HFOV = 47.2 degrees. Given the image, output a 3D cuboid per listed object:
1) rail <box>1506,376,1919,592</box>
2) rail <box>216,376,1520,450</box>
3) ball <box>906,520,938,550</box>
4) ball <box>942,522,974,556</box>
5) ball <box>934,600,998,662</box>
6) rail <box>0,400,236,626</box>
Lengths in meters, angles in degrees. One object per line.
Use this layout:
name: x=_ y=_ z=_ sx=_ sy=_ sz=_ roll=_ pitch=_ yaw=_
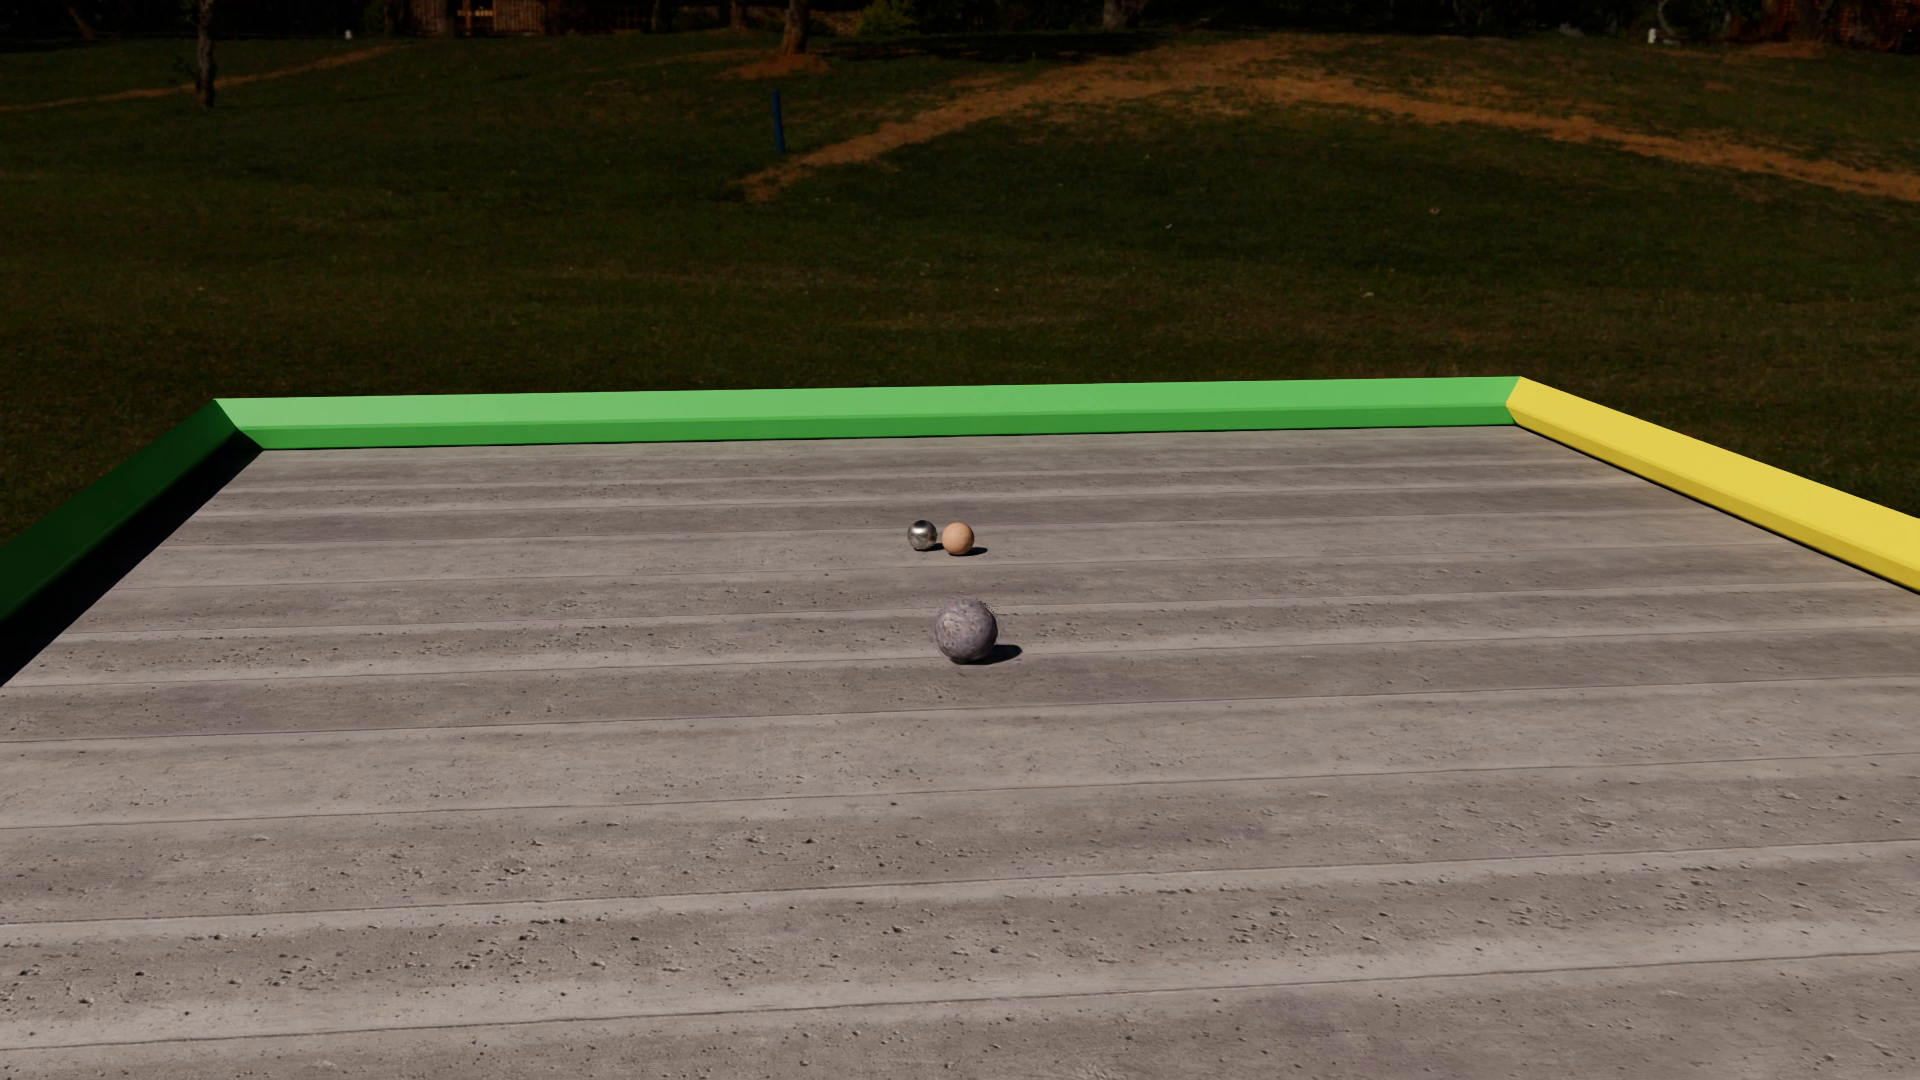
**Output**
rail: x=1.362 y=0.164 z=2.299 sx=0.045 sy=0.097 sz=4.313 roll=-1 pitch=12 yaw=-7
rail: x=-0.130 y=-0.241 z=4.220 sx=2.524 sy=0.097 sz=0.045 roll=-1 pitch=12 yaw=-7
ball: x=-0.056 y=-0.007 z=3.240 sx=0.045 sy=0.045 sz=0.045 roll=0 pitch=12 yaw=0
ball: x=-0.003 y=-0.002 z=3.207 sx=0.048 sy=0.048 sz=0.048 roll=0 pitch=12 yaw=0
ball: x=0.007 y=0.109 z=2.619 sx=0.075 sy=0.075 sz=0.075 roll=0 pitch=12 yaw=0
rail: x=-1.096 y=0.227 z=2.000 sx=0.045 sy=0.097 sz=4.313 roll=-1 pitch=12 yaw=-7
